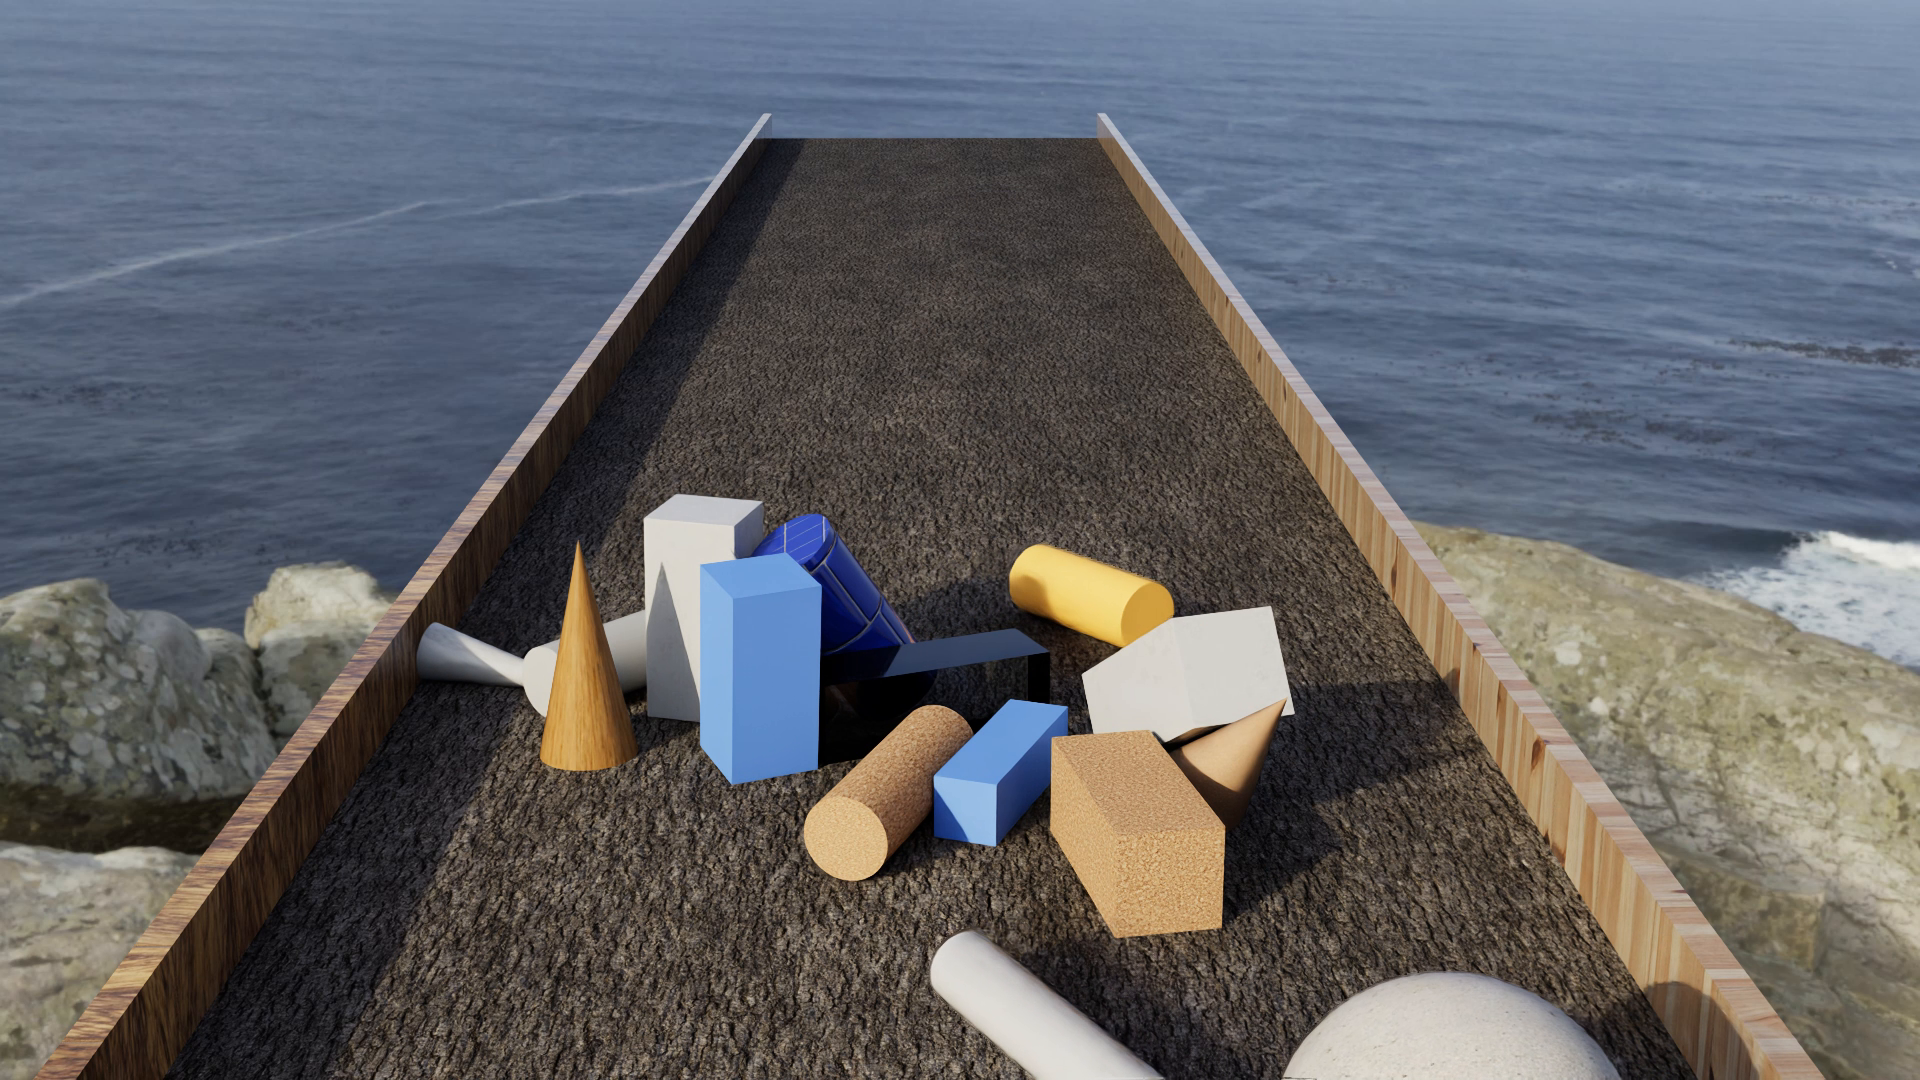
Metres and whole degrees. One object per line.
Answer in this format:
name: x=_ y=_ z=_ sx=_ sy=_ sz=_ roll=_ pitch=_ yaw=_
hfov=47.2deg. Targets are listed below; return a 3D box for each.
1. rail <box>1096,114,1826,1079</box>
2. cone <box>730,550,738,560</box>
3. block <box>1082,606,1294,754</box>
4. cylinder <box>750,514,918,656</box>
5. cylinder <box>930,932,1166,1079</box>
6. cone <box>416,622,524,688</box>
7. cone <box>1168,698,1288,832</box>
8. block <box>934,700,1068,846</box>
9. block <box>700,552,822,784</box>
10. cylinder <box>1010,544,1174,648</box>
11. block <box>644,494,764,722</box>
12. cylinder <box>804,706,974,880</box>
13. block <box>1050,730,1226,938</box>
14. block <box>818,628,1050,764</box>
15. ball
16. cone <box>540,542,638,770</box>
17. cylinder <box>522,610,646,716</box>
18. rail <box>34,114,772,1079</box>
rail: x=0.932 y=-0.844 z=7.801 sx=0.050 sy=0.150 sz=12.000 roll=0 pitch=17 yaw=-1
cone: x=-0.357 y=0.161 z=4.021 sx=0.119 sy=0.362 sz=0.119 roll=-15 pitch=30 yaw=9
block: x=0.377 y=0.259 z=3.711 sx=0.180 sy=0.180 sz=0.411 roll=-6 pitch=-14 yaw=-19
cylinder: x=-0.227 y=0.138 z=4.086 sx=0.179 sy=0.347 sz=0.179 roll=-25 pitch=31 yaw=17
cylinder: x=0.114 y=0.647 z=2.869 sx=0.103 sy=0.103 sz=0.447 roll=-9 pitch=19 yaw=-28
cone: x=-0.859 y=0.257 z=4.265 sx=0.373 sy=0.114 sz=0.114 roll=13 pitch=19 yaw=11
cone: x=0.448 y=0.324 z=3.475 sx=0.162 sy=0.162 sz=0.375 roll=-6 pitch=-26 yaw=-19
block: x=0.074 y=0.389 z=3.729 sx=0.108 sy=0.108 sz=0.374 roll=6 pitch=18 yaw=20
block: x=-0.350 y=0.223 z=3.838 sx=0.160 sy=0.350 sz=0.160 roll=-8 pitch=24 yaw=-25
cylinder: x=0.269 y=0.120 z=4.565 sx=0.148 sy=0.148 sz=0.346 roll=-13 pitch=21 yaw=-37
block: x=-0.476 y=0.129 z=4.111 sx=0.172 sy=0.385 sz=0.172 roll=5 pitch=17 yaw=12
cylinder: x=-0.108 y=0.408 z=3.609 sx=0.141 sy=0.141 sz=0.422 roll=6 pitch=18 yaw=19
block: x=0.270 y=0.449 z=3.427 sx=0.164 sy=0.164 sz=0.396 roll=-3 pitch=17 yaw=-11
block: x=-0.067 y=0.282 z=4.020 sx=0.441 sy=0.148 sz=0.148 roll=-7 pitch=18 yaw=-23
ball: x=0.522 y=0.657 z=2.325 sx=0.394 sy=0.394 sz=0.394 roll=0 pitch=17 yaw=0
cone: x=-0.666 y=0.189 z=3.891 sx=0.176 sy=0.398 sz=0.176 roll=0 pitch=17 yaw=0
cylinder: x=-0.649 y=0.223 z=4.227 sx=0.142 sy=0.142 sz=0.382 roll=12 pitch=21 yaw=36
rail: x=-1.118 y=-0.838 z=7.780 sx=0.050 sy=0.150 sz=12.000 roll=0 pitch=17 yaw=-1
